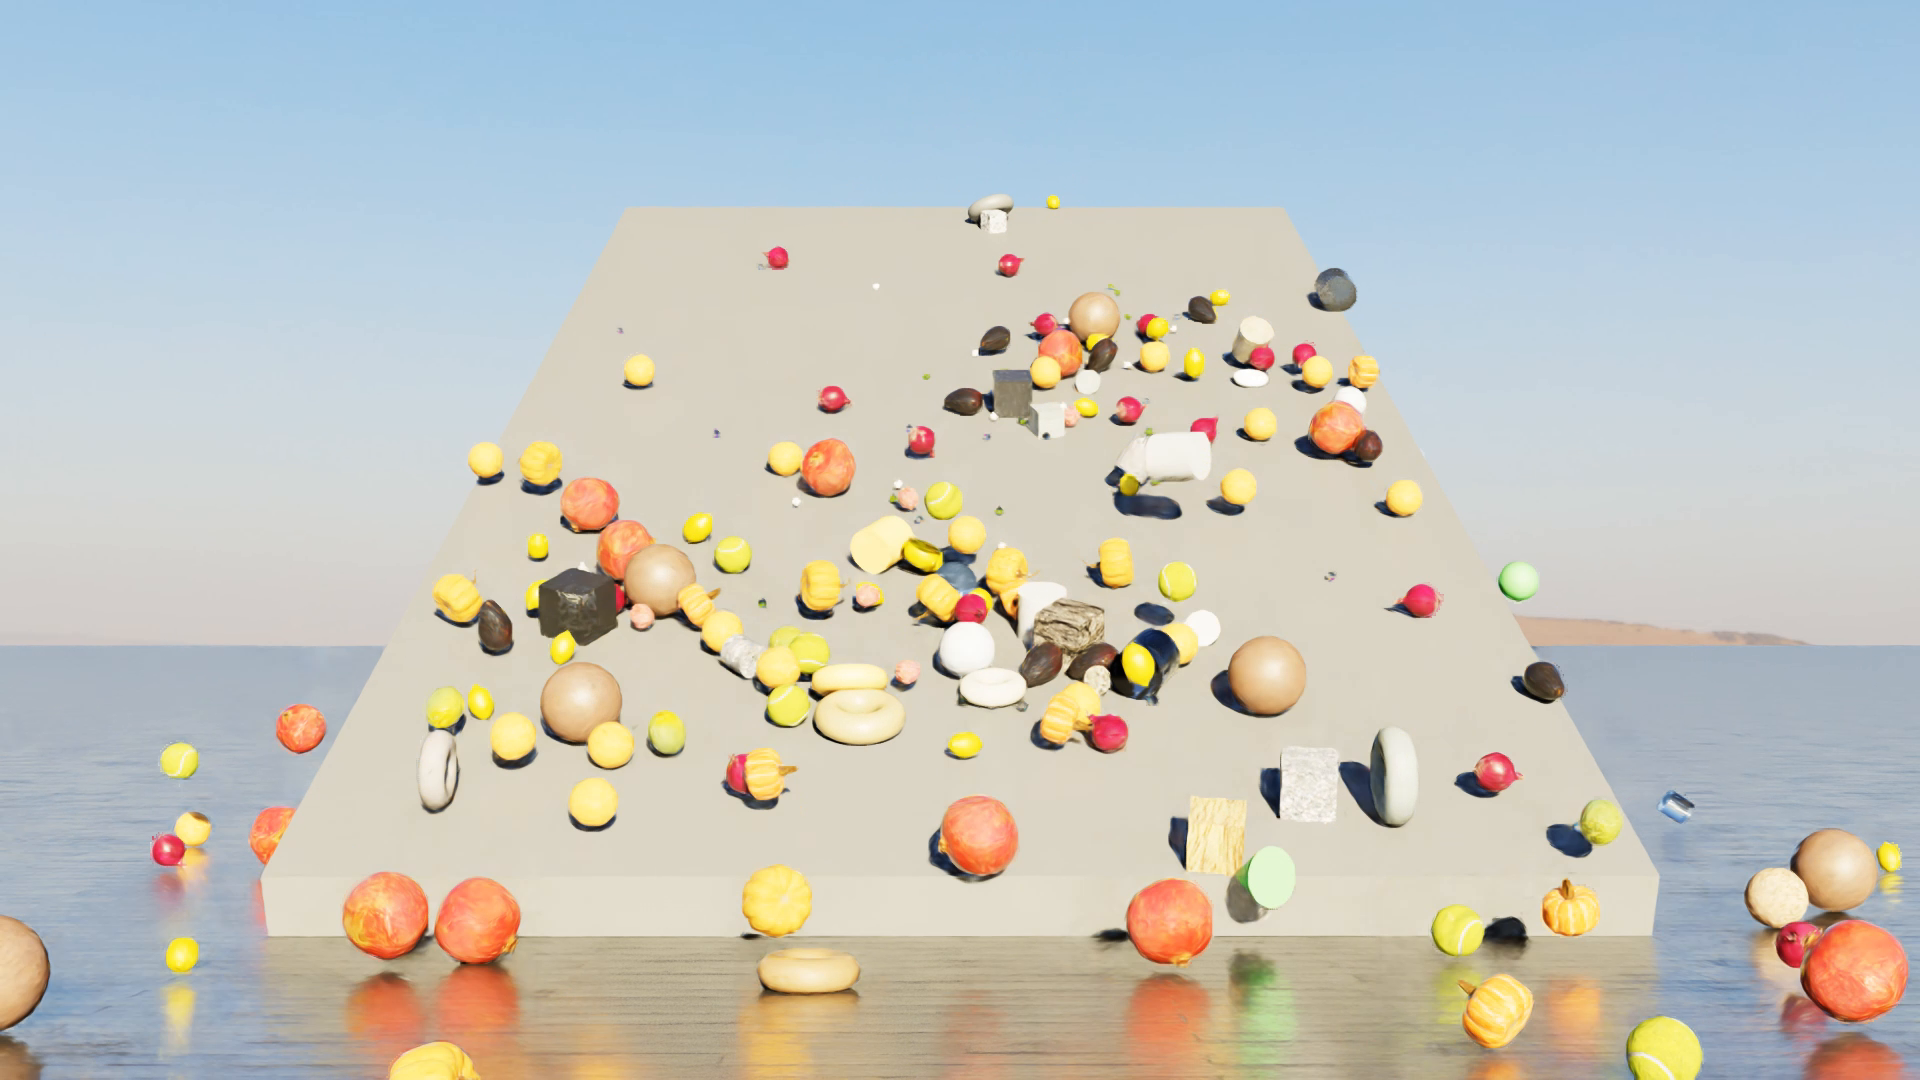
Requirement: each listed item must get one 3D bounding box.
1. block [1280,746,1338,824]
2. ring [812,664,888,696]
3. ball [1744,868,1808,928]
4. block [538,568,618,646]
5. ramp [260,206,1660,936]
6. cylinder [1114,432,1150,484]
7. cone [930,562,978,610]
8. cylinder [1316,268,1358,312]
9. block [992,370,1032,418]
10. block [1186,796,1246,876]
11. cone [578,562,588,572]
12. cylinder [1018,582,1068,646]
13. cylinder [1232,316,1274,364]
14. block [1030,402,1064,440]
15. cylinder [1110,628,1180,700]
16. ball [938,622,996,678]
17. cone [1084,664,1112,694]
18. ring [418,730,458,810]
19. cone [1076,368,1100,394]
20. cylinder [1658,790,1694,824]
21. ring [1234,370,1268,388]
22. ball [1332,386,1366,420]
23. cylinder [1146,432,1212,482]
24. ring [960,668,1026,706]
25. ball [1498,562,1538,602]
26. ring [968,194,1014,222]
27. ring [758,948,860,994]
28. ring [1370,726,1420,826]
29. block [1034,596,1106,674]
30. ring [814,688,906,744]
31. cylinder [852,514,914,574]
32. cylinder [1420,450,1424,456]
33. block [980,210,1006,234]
[{"bbox_3d":[0.524,0.368,3.454,0.082,0.082,0.082,3,22,7],"label":"block"},{"bbox_3d":[-0.182,0.232,3.785,0.126,0.042,0.126,-2,-12,0],"label":"ring"},{"bbox_3d":[1.217,0.533,3.421,0.090,0.090,0.090,0,-2,0],"label":"ball"},{"bbox_3d":[-0.674,0.118,4.051,0.096,0.096,0.096,12,25,26],"label":"block"},{"bbox_3d":[-0.006,-0.221,5.155,2.000,0.100,4.000,0,22,0],"label":"ramp"},{"bbox_3d":[0.368,-0.167,4.694,0.075,0.075,0.075,37,9,-7],"label":"cylinder"},{"bbox_3d":[-0.023,0.088,4.202,0.089,0.089,0.089,1,-6,-16],"label":"cone"},{"bbox_3d":[0.977,-0.649,5.966,0.093,0.093,0.093,0,22,-1],"label":"cylinder"},{"bbox_3d":[0.117,-0.330,5.178,0.086,0.086,0.086,-1,22,-2],"label":"block"},{"bbox_3d":[0.370,0.427,3.310,0.080,0.080,0.080,3,22,8],"label":"block"},{"bbox_3d":[-0.688,0.071,4.194,0.074,0.074,0.074,0,22,0],"label":"cone"},{"bbox_3d":[0.144,0.130,4.037,0.087,0.087,0.087,0,22,0],"label":"cylinder"},{"bbox_3d":[0.696,-0.474,5.462,0.081,0.081,0.081,0,-34,-11],"label":"cylinder"},{"bbox_3d":[0.191,-0.263,5.046,0.060,0.060,0.060,-7,23,-17],"label":"block"},{"bbox_3d":[0.310,0.208,3.839,0.091,0.091,0.091,-1,19,26],"label":"cylinder"},{"bbox_3d":[0.012,0.185,3.881,0.096,0.096,0.096,0,-2,0],"label":"ball"},{"bbox_3d":[0.240,0.238,3.855,0.050,0.050,0.050,-1,-10,27],"label":"cone"},{"bbox_3d":[-0.783,0.344,3.444,0.040,0.120,0.120,3,-2,0],"label":"ring"},{"bbox_3d":[0.306,-0.363,5.341,0.059,0.059,0.059,-1,-10,21],"label":"cone"},{"bbox_3d":[1.641,0.611,5.261,0.057,0.057,0.057,32,-1,2],"label":"cylinder"},{"bbox_3d":[0.681,-0.379,5.382,0.081,0.027,0.081,2,21,-1],"label":"ring"},{"bbox_3d":[0.854,-0.301,5.036,0.073,0.073,0.073,0,-2,0],"label":"ball"},{"bbox_3d":[0.420,-0.160,4.413,0.094,0.094,0.094,-1,-3,32],"label":"cylinder"},{"bbox_3d":[0.055,0.245,3.814,0.113,0.038,0.113,-1,17,0],"label":"ring"},{"bbox_3d":[1.159,0.086,4.762,0.082,0.082,0.082,0,-2,0],"label":"ball"},{"bbox_3d":[0.091,-0.980,6.783,0.141,0.047,0.141,-17,-9,-3],"label":"ring"},{"bbox_3d":[-0.187,0.532,2.834,0.127,0.042,0.127,0,-1,0],"label":"ring"},{"bbox_3d":[0.646,0.350,3.415,0.050,0.149,0.149,-1,-2,-3],"label":"ring"},{"bbox_3d":[0.188,0.163,3.951,0.089,0.089,0.089,14,26,30],"label":"block"},{"bbox_3d":[-0.161,0.283,3.705,0.148,0.049,0.148,1,21,-1],"label":"ring"},{"bbox_3d":[-0.146,0.008,4.335,0.087,0.087,0.087,-1,20,31],"label":"cylinder"},{"bbox_3d":[1.303,-0.228,6.555,0.052,0.052,0.052,0,23,6],"label":"cylinder"},{"bbox_3d":[0.098,-0.932,6.714,0.055,0.055,0.055,-11,25,-27],"label":"block"}]
